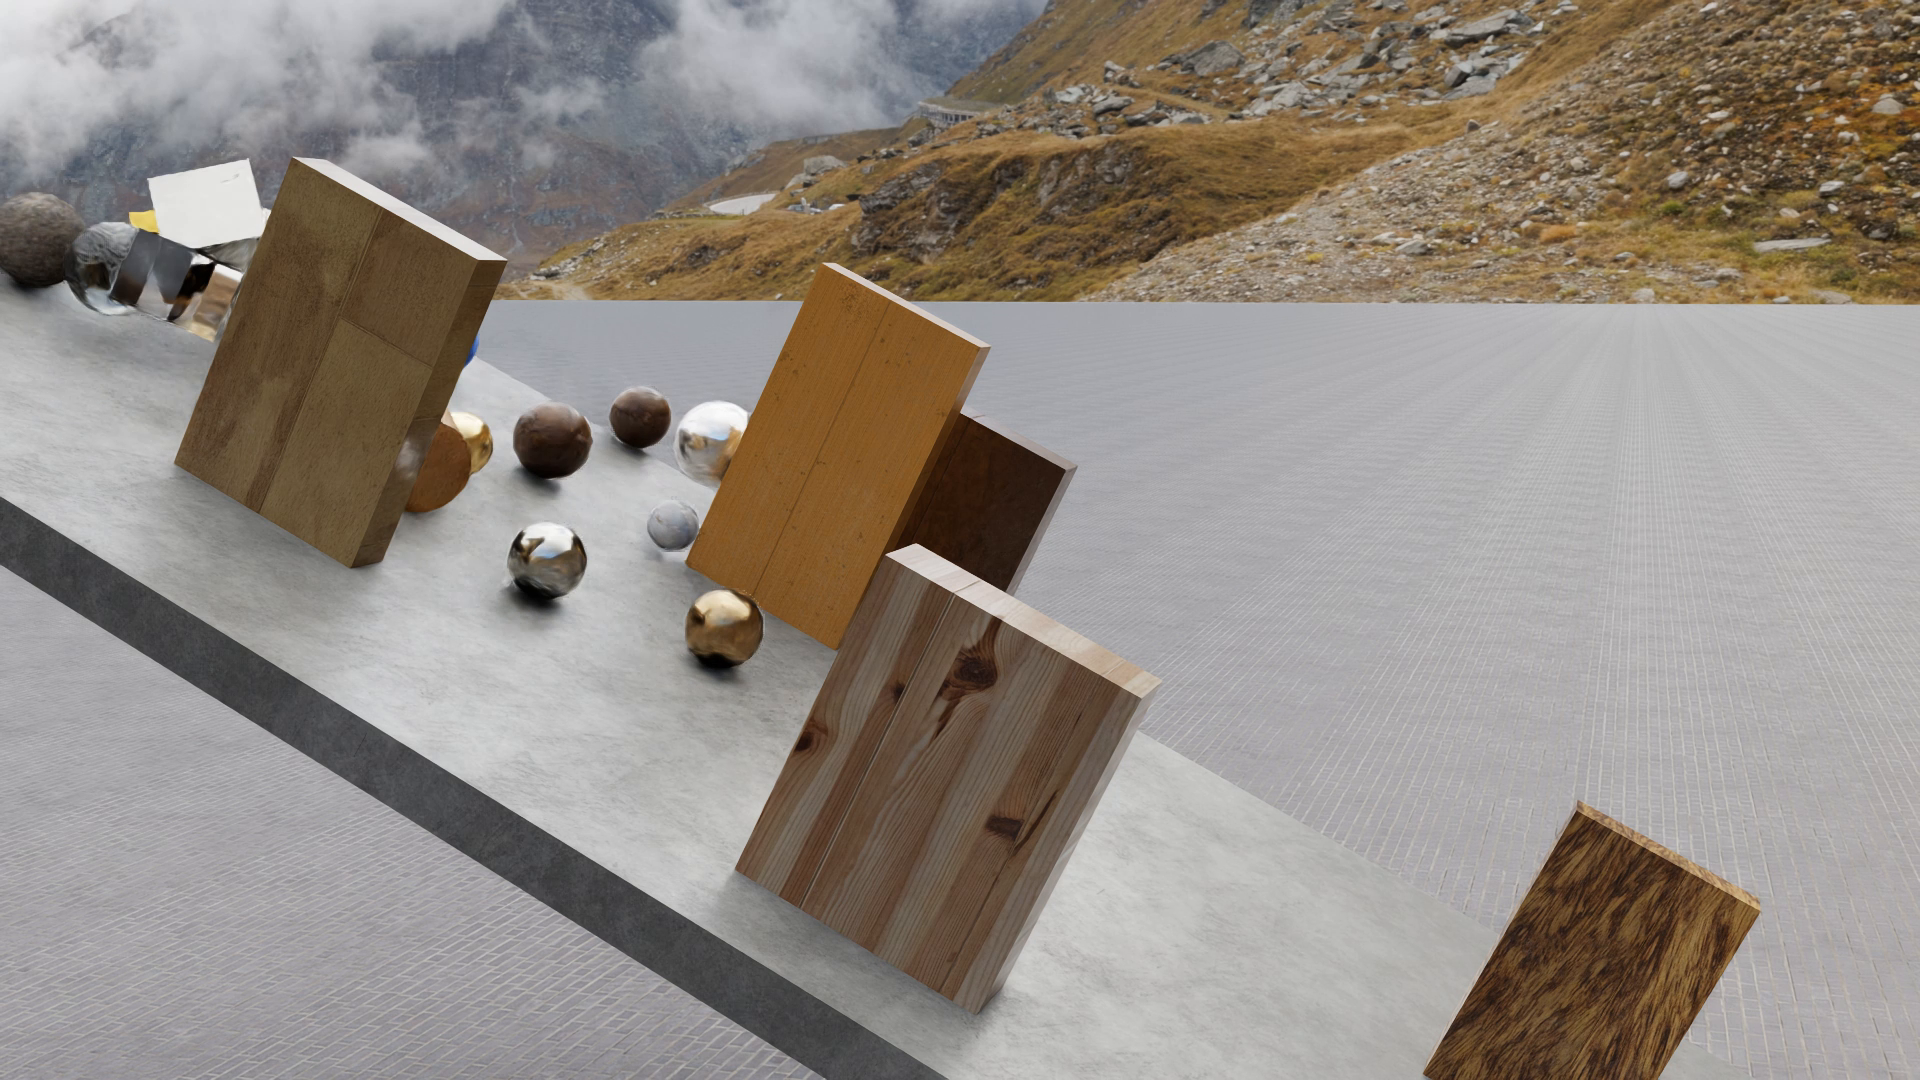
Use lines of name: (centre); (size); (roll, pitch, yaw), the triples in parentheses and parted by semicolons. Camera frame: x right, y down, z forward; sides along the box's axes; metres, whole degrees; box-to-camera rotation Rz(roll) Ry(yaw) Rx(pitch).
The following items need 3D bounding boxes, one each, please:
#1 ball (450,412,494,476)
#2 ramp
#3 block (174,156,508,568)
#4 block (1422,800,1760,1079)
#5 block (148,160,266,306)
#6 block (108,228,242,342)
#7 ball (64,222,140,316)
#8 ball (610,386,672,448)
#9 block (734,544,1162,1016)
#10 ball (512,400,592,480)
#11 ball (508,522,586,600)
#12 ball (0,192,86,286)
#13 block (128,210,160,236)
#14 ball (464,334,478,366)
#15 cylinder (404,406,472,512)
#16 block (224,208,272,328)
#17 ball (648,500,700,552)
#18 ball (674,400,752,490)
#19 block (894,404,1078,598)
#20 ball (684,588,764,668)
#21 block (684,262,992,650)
ball: (-1.020, -0.196, 4.487); (0.133, 0.133, 0.133); (0, 7, 0)
ramp: (-0.242, 0.407, 4.158); (4.000, 0.100, 2.000); (29, 14, 12)
block: (-1.081, -0.307, 3.821); (0.392, 0.592, 0.101); (29, 14, 12)
block: (1.090, 0.777, 3.819); (0.338, 0.551, 0.083); (29, 14, 12)
block: (-1.522, -0.620, 4.502); (0.200, 0.200, 0.200); (-14, -28, -14)
block: (-1.457, -0.473, 4.090); (0.140, 0.140, 0.140); (21, -4, 20)
ball: (-1.651, -0.529, 4.300); (0.185, 0.185, 0.185); (0, 7, 0)
ball: (-0.767, -0.295, 5.281); (0.147, 0.147, 0.147); (0, 7, 0)
block: (-0.021, 0.359, 3.347); (0.435, 0.556, 0.147); (29, 14, 12)
ball: (-0.878, -0.216, 4.742); (0.169, 0.169, 0.169); (0, 7, 0)
ball: (-0.763, 0.039, 4.064); (0.145, 0.145, 0.145); (0, 7, 0)
ball: (-1.841, -0.601, 4.395); (0.185, 0.185, 0.185); (0, 7, 0)
block: (-1.734, -0.639, 4.776); (0.115, 0.115, 0.115); (-7, 33, -23)
ball: (-1.199, -0.466, 5.117); (0.155, 0.155, 0.155); (0, 7, 0)
cylinder: (-1.057, -0.179, 4.237); (0.191, 0.191, 0.191); (-3, 26, -24)
block: (-1.460, -0.560, 4.751); (0.196, 0.196, 0.196); (12, -40, -44)
ball: (-0.604, -0.031, 4.630); (0.109, 0.109, 0.109); (0, 7, 0)
ball: (-0.520, -0.204, 4.730); (0.190, 0.190, 0.190); (0, 7, 0)
block: (0.000, -0.022, 4.927); (0.332, 0.493, 0.111); (29, 14, 12)
ball: (-0.445, 0.167, 4.151); (0.150, 0.150, 0.150); (0, 7, 0)
block: (-0.259, -0.172, 4.564); (0.378, 0.705, 0.081); (29, 14, 12)
